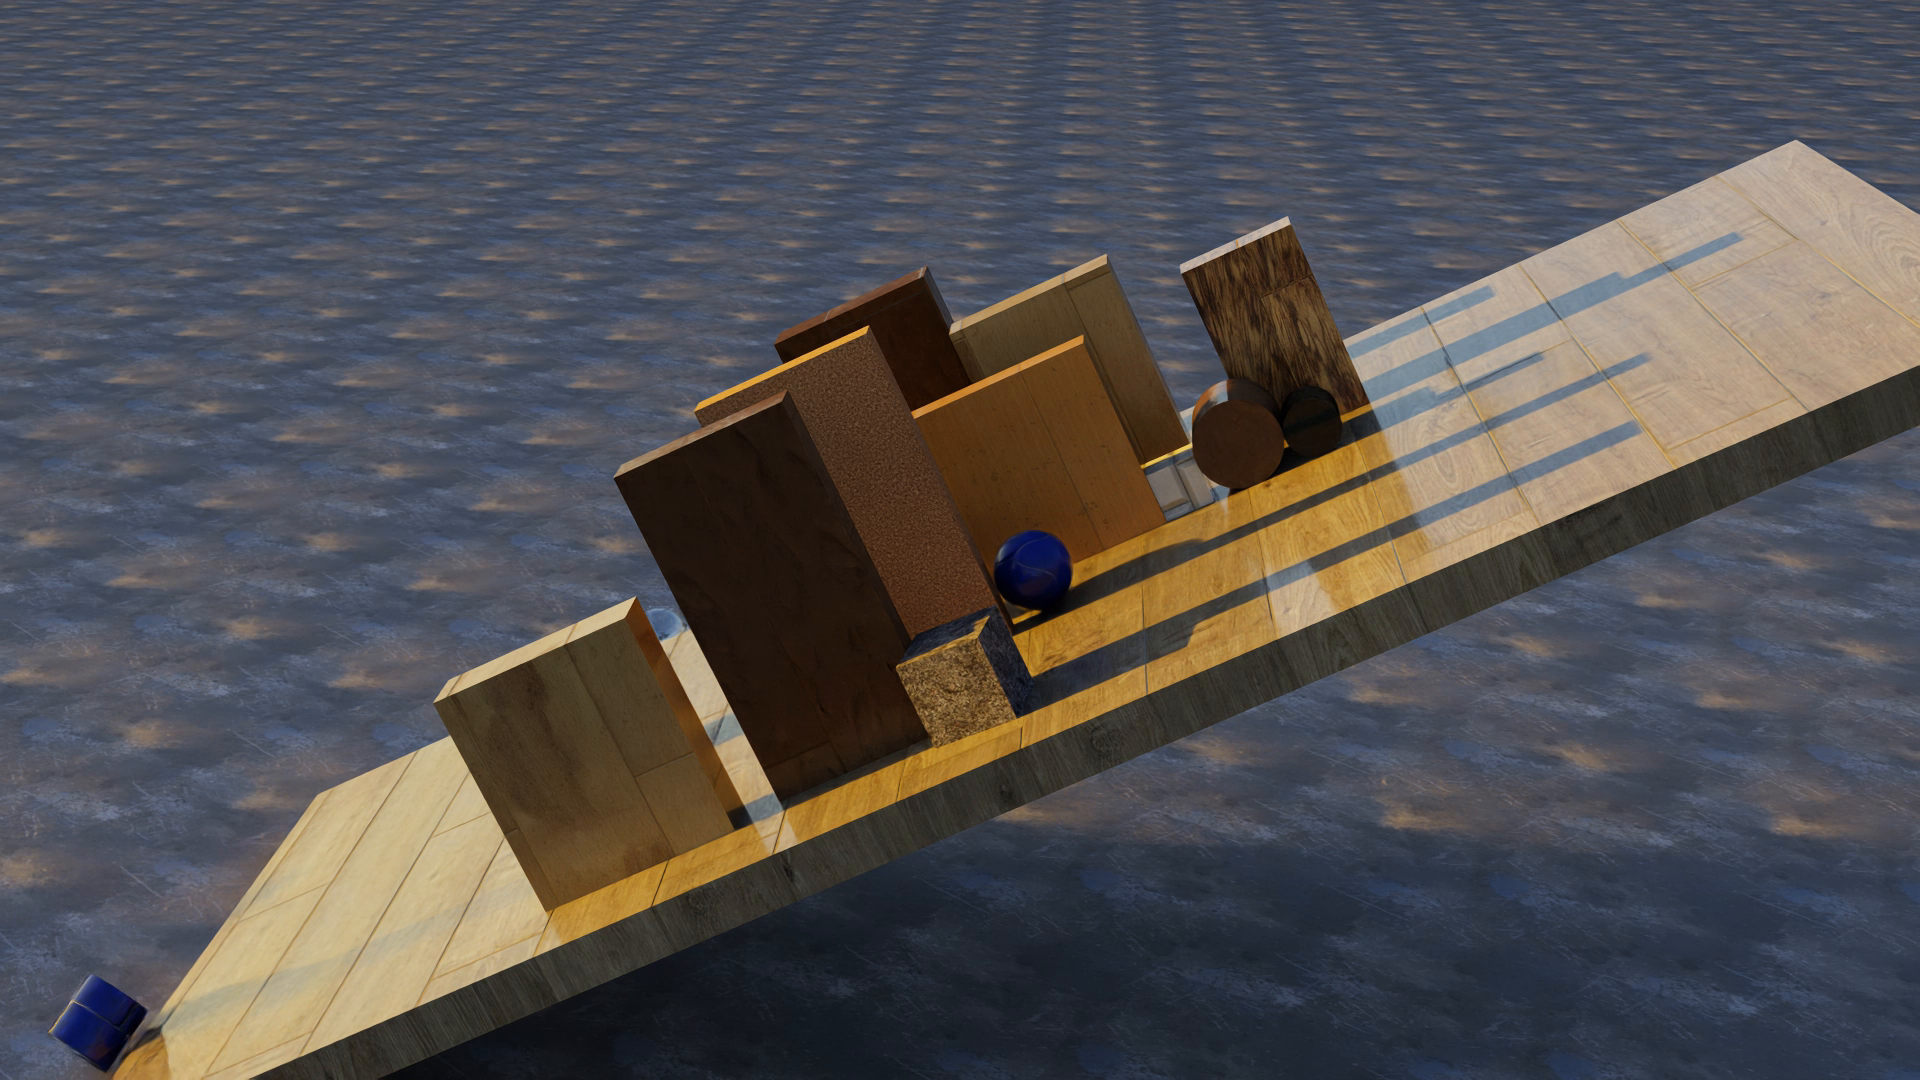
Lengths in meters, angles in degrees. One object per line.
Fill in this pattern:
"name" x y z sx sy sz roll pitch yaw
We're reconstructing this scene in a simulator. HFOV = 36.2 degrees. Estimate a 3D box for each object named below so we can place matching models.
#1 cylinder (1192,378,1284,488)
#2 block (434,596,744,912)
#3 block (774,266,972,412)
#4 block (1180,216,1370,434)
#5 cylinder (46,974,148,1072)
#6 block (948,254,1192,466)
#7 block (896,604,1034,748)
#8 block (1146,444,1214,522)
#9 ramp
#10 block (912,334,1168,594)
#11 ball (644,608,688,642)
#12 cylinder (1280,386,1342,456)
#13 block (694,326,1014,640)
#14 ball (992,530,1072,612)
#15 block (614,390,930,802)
"cylinder" 0.595 -0.230 6.312 0.195 0.195 0.195 1 16 4
"block" -0.711 0.414 5.668 0.411 0.468 0.140 -24 13 9
"block" -0.132 -0.297 7.052 0.392 0.597 0.141 -24 13 9
"block" 0.692 -0.454 6.466 0.258 0.435 0.106 -24 13 9
"cylinder" -1.815 1.017 6.191 0.149 0.149 0.149 14 63 41
"block" 0.260 -0.326 6.622 0.385 0.508 0.122 -24 13 9
"block" 0.011 0.257 5.566 0.174 0.174 0.174 -21 14 19
"block" 0.472 -0.124 6.320 0.110 0.110 0.110 -24 13 9
"ramp" 0.135 0.169 6.282 4.000 0.100 2.000 -24 13 9
"block" 0.161 -0.152 6.303 0.424 0.432 0.087 -24 13 9
"ball" -0.902 0.296 8.804 0.185 0.185 0.185 0 16 0
"cylinder" 0.748 -0.254 6.269 0.125 0.125 0.125 1 16 4
"block" -0.211 -0.042 5.996 0.385 0.693 0.082 -24 13 9
"ball" 0.150 0.064 6.072 0.166 0.166 0.166 0 16 0
"block" -0.337 0.110 5.609 0.353 0.708 0.103 -24 13 9
